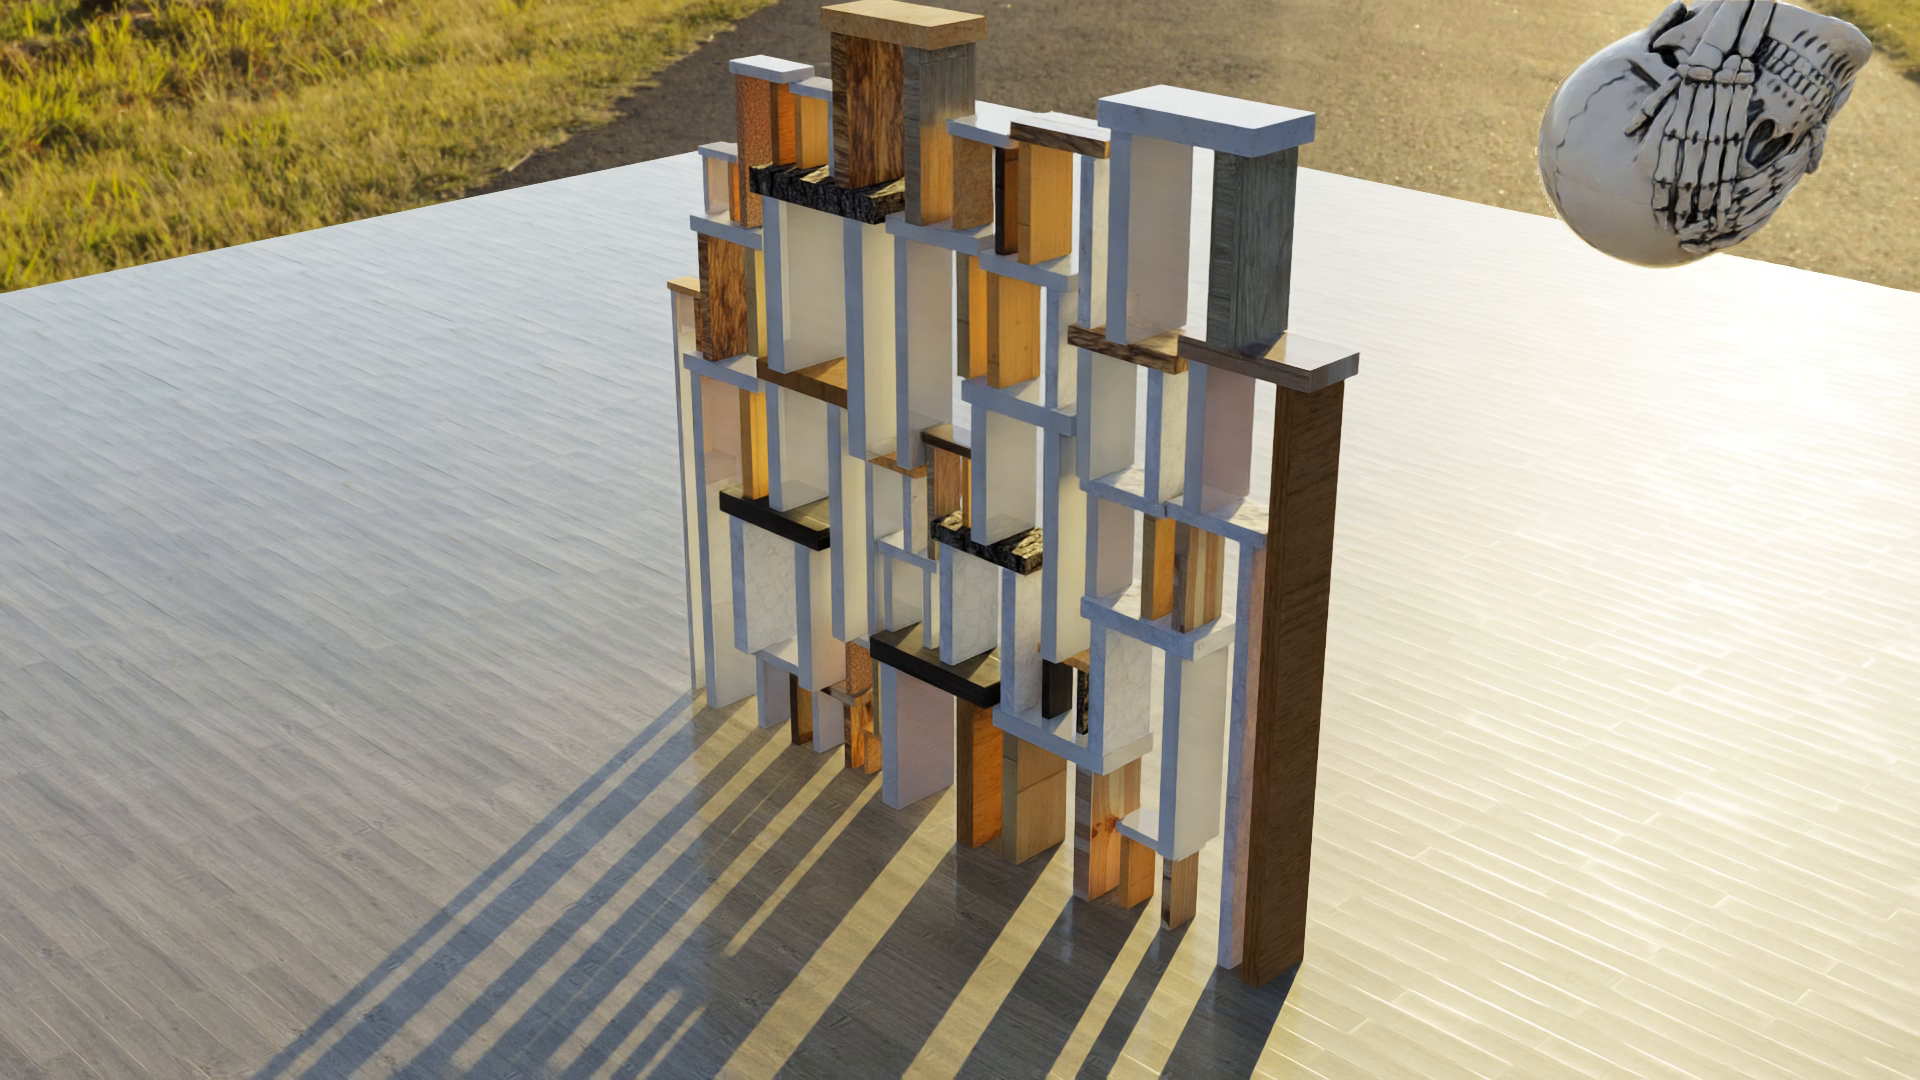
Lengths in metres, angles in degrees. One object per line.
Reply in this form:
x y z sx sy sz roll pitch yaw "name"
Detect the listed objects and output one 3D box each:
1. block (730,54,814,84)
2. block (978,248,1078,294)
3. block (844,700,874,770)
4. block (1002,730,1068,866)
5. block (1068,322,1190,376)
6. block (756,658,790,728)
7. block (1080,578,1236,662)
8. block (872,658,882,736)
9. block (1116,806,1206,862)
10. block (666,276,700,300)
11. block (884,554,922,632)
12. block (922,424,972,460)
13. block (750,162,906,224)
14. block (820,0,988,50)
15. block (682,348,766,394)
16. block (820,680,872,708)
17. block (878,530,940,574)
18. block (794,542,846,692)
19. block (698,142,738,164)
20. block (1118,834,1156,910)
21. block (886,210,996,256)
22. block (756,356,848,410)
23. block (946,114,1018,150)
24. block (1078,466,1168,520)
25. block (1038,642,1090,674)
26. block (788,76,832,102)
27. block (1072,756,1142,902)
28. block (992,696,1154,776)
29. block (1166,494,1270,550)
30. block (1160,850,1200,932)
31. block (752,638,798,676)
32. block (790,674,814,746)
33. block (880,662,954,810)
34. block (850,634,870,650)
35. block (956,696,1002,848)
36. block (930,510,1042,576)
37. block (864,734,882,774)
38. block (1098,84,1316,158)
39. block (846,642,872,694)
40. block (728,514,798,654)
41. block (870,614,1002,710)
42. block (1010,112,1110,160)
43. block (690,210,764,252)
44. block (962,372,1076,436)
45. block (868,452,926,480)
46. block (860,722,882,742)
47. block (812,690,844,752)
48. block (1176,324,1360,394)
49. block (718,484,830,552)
-0.363 -0.906 4.231 0.080 0.023 0.159 -21 31 -40 "block"
0.146 -0.479 3.850 0.107 0.030 0.213 -22 31 -40 "block"
-0.208 0.400 4.626 0.076 0.151 0.021 -21 31 -41 "block"
0.145 0.477 4.275 0.040 0.282 0.141 21 31 41 "block"
0.311 -0.337 3.736 0.119 0.034 0.238 -21 31 -40 "block"
-0.403 0.320 4.794 0.024 0.167 0.083 21 31 41 "block"
0.354 0.138 3.895 0.131 0.037 0.262 -21 31 -40 "block"
-0.151 0.308 4.524 0.061 0.190 0.017 -21 31 -41 "block"
0.370 0.542 4.061 0.077 0.022 0.154 -21 31 -40 "block"
-0.554 -0.527 4.596 0.115 0.016 0.058 21 31 41 "block"
-0.113 0.093 4.392 0.083 0.166 0.024 -21 31 -40 "block"
0.002 -0.186 4.146 0.070 0.020 0.140 -21 31 -40 "block"
-0.219 -0.671 4.179 0.175 0.050 0.351 -21 31 -40 "block"
-0.102 -0.925 3.935 0.142 0.040 0.283 -22 31 -41 "block"
-0.453 -0.360 4.561 0.238 0.034 0.119 21 31 40 "block"
-0.244 0.306 4.625 0.076 0.021 0.151 -21 31 -40 "block"
-0.074 0.021 4.318 0.083 0.024 0.167 -21 31 -40 "block"
-0.267 0.139 4.570 0.156 0.329 0.044 -21 31 -41 "block"
-0.463 -0.775 4.400 0.119 0.017 0.059 21 31 40 "block"
0.333 0.609 4.128 0.022 0.154 0.077 21 31 41 "block"
-0.012 -0.564 3.995 0.234 0.033 0.117 21 31 40 "block"
-0.264 -0.327 4.379 0.275 0.039 0.138 21 31 41 "block"
0.062 -0.716 3.850 0.083 0.024 0.166 -18 29 -37 "block"
0.314 -0.088 3.839 0.099 0.028 0.197 -21 31 -40 "block"
0.214 0.210 4.083 0.131 0.019 0.066 21 31 41 "block"
-0.249 -0.847 4.141 0.071 0.020 0.142 -21 31 -40 "block"
0.278 0.529 4.153 0.040 0.282 0.141 21 31 41 "block"
0.212 0.355 4.151 0.282 0.040 0.141 21 31 41 "block"
0.460 -0.039 3.702 0.204 0.029 0.102 21 31 40 "block"
0.406 0.638 4.061 0.022 0.154 0.077 21 31 41 "block"
-0.363 0.247 4.721 0.166 0.024 0.083 21 31 40 "block"
-0.325 0.350 4.722 0.024 0.166 0.083 21 31 41 "block"
-0.085 0.373 4.471 0.045 0.320 0.160 21 31 41 "block"
-0.180 0.201 4.510 0.122 0.017 0.061 21 31 41 "block"
0.066 0.432 4.332 0.045 0.320 0.160 21 31 41 "block"
0.076 -0.002 4.143 0.125 0.035 0.250 -21 31 -40 "block"
-0.180 0.441 4.604 0.046 0.092 0.013 -21 31 -41 "block"
0.391 -0.671 3.512 0.317 0.045 0.158 21 31 41 "block"
-0.209 0.254 4.563 0.061 0.122 0.017 -21 31 -40 "block"
-0.413 0.074 4.702 0.044 0.311 0.156 21 31 41 "block"
-0.010 0.234 4.330 0.320 0.045 0.160 21 31 41 "block"
0.198 -0.683 3.710 0.212 0.030 0.106 21 31 40 "block"
-0.428 -0.628 4.421 0.226 0.032 0.113 21 31 41 "block"
0.145 -0.253 3.950 0.135 0.038 0.269 -21 31 -40 "block"
-0.112 -0.160 4.272 0.161 0.023 0.081 21 31 41 "block"
-0.159 0.401 4.563 0.046 0.013 0.092 -21 31 -41 "block"
-0.279 0.372 4.691 0.021 0.151 0.076 21 31 41 "block"
0.497 -0.301 3.556 0.266 0.038 0.133 21 31 40 "block"
-0.340 -0.061 4.565 0.311 0.044 0.156 21 31 41 "block"
